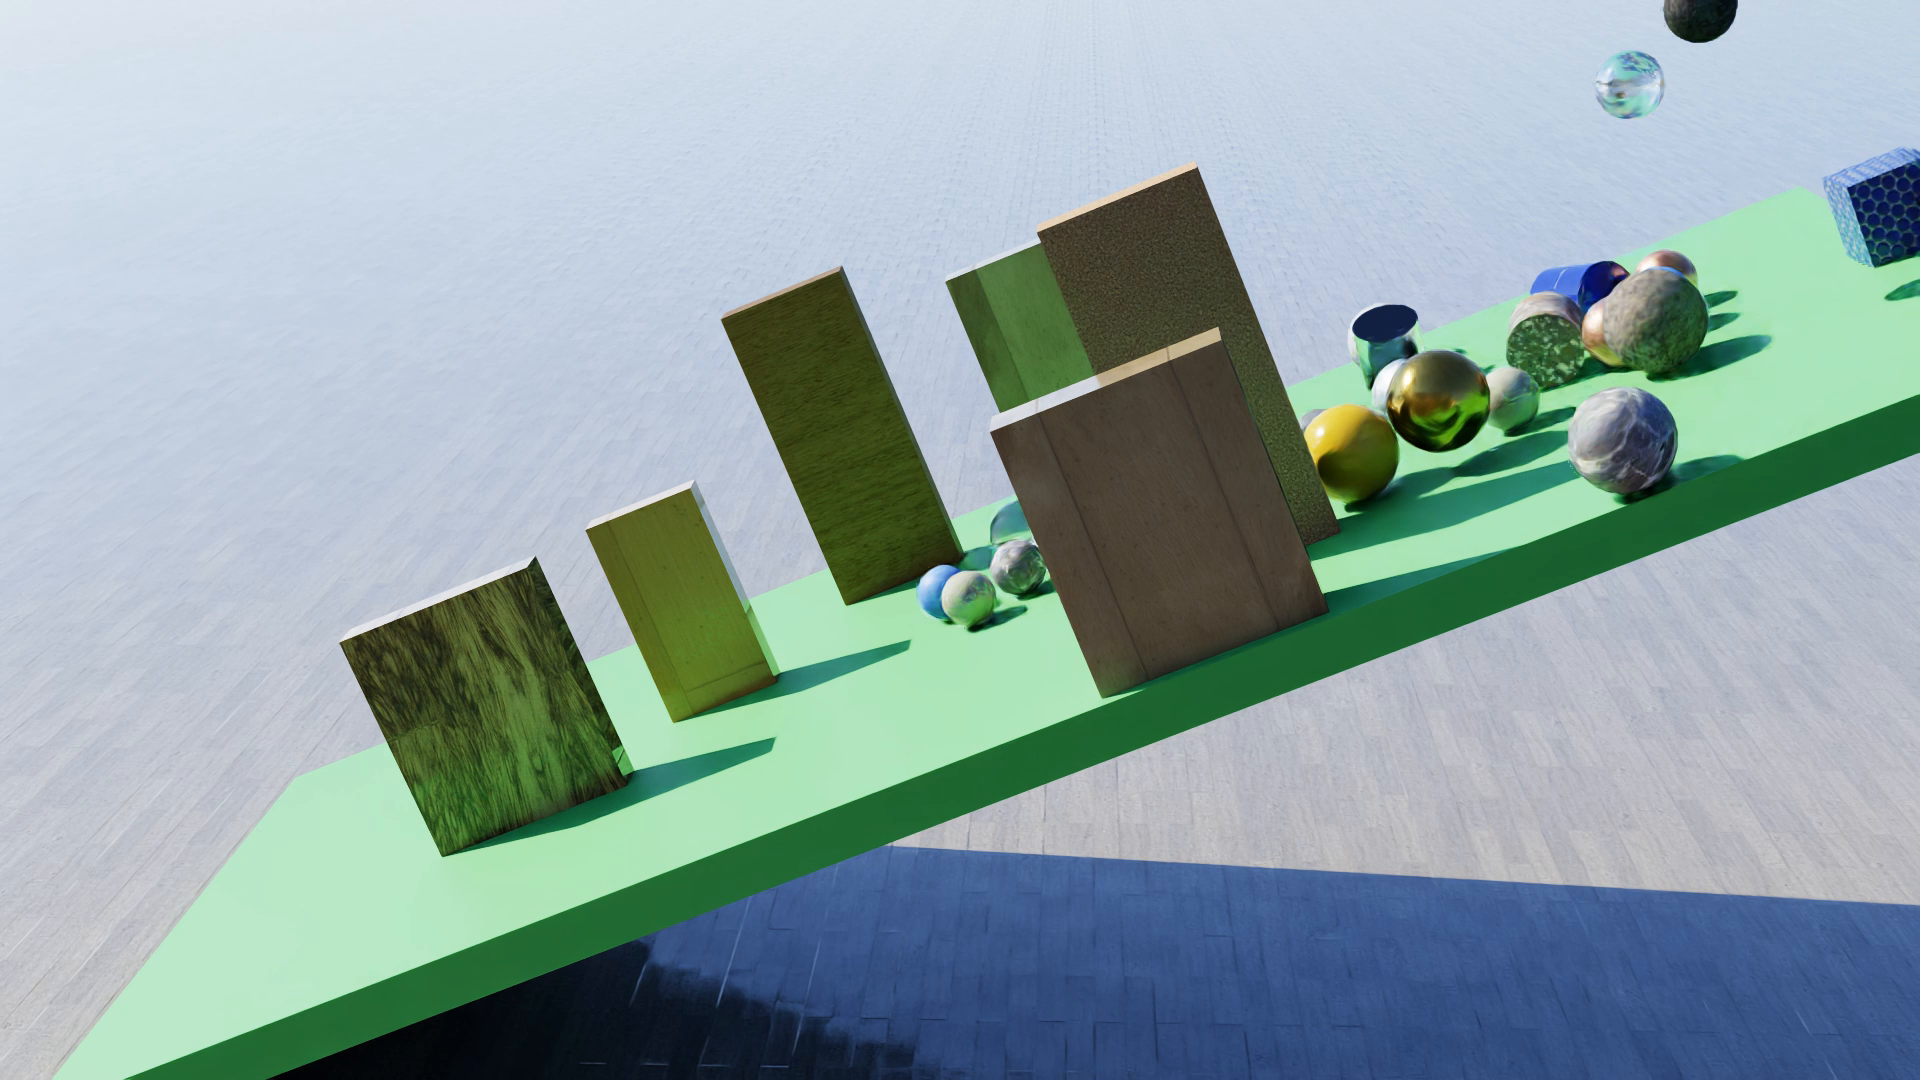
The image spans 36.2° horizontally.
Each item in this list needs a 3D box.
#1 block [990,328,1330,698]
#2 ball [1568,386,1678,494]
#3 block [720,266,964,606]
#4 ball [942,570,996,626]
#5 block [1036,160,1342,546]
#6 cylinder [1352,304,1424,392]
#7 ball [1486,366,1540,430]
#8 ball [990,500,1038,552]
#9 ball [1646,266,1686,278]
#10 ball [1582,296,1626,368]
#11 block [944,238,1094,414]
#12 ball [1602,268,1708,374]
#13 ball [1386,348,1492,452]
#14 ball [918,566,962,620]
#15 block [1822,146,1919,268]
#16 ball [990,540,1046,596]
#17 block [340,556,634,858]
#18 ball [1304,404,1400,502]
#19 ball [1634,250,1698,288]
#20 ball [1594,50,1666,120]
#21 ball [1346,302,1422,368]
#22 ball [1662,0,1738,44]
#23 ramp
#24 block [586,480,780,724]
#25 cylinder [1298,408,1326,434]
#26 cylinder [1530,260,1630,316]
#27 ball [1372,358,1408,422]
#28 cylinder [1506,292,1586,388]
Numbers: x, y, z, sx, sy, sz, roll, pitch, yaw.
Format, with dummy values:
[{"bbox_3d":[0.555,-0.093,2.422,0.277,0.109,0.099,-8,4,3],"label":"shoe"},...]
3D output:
[{"bbox_3d":[0.360,-0.047,5.299,0.439,0.533,0.132,-21,12,8],"label":"block"},{"bbox_3d":[1.169,-0.176,5.191,0.191,0.191,0.191,0,14,0],"label":"ball"},{"bbox_3d":[-0.268,-0.238,6.787,0.294,0.729,0.088,-21,12,8],"label":"block"},{"bbox_3d":[0.019,0.122,6.181,0.117,0.117,0.117,0,14,0],"label":"ball"},{"bbox_3d":[0.447,-0.314,5.722,0.328,0.768,0.109,-21,12,8],"label":"block"},{"bbox_3d":[0.963,-0.424,6.571,0.147,0.147,0.147,-13,35,9],"label":"cylinder"},{"bbox_3d":[1.104,-0.284,5.920,0.129,0.129,0.129,0,14,0],"label":"ball"},{"bbox_3d":[0.138,-0.015,6.485,0.147,0.147,0.147,0,14,0],"label":"ball"},{"bbox_3d":[1.457,-0.500,6.129,0.143,0.143,0.143,0,14,0],"label":"ball"},{"bbox_3d":[1.352,-0.429,6.045,0.148,0.148,0.148,0,14,0],"label":"ball"},{"bbox_3d":[0.210,-0.385,6.853,0.277,0.601,0.093,-21,12,8],"label":"block"},{"bbox_3d":[1.387,-0.437,5.871,0.207,0.207,0.207,0,14,0],"label":"ball"},{"bbox_3d":[0.942,-0.274,5.794,0.205,0.205,0.205,0,14,0],"label":"ball"},{"bbox_3d":[-0.032,0.113,6.317,0.117,0.117,0.117,0,14,0],"label":"ball"},{"bbox_3d":[1.910,-0.686,6.052,0.178,0.178,0.178,-22,12,5],"label":"block"},{"bbox_3d":[0.124,0.059,6.259,0.118,0.118,0.118,0,14,0],"label":"ball"},{"bbox_3d":[-0.981,0.348,6.117,0.427,0.504,0.100,-21,12,8],"label":"block"},{"bbox_3d":[0.778,-0.173,5.871,0.199,0.199,0.199,0,14,0],"label":"ball"},{"bbox_3d":[1.511,-0.554,6.305,0.138,0.138,0.138,0,14,0],"label":"ball"},{"bbox_3d":[1.326,-0.900,5.821,0.137,0.137,0.137,0,14,0],"label":"ball"},{"bbox_3d":[0.982,-0.463,6.801,0.173,0.173,0.173,0,14,0],"label":"ball"},{"bbox_3d":[1.532,-1.105,6.089,0.150,0.150,0.150,0,14,0],"label":"ball"},{"bbox_3d":[0.126,0.172,6.288,4.000,0.100,2.000,-21,12,8],"label":"ramp"},{"bbox_3d":[-0.602,0.135,6.416,0.248,0.471,0.084,-21,12,8],"label":"block"},{"bbox_3d":[0.754,-0.196,6.169,0.130,0.130,0.130,4,21,16],"label":"cylinder"},{"bbox_3d":[1.353,-0.519,6.389,0.163,0.163,0.163,-8,4,-28],"label":"cylinder"},{"bbox_3d":[0.952,-0.309,6.236,0.155,0.155,0.155,0,14,0],"label":"ball"},{"bbox_3d":[1.231,-0.422,6.176,0.162,0.162,0.162,3,22,12],"label":"cylinder"}]
